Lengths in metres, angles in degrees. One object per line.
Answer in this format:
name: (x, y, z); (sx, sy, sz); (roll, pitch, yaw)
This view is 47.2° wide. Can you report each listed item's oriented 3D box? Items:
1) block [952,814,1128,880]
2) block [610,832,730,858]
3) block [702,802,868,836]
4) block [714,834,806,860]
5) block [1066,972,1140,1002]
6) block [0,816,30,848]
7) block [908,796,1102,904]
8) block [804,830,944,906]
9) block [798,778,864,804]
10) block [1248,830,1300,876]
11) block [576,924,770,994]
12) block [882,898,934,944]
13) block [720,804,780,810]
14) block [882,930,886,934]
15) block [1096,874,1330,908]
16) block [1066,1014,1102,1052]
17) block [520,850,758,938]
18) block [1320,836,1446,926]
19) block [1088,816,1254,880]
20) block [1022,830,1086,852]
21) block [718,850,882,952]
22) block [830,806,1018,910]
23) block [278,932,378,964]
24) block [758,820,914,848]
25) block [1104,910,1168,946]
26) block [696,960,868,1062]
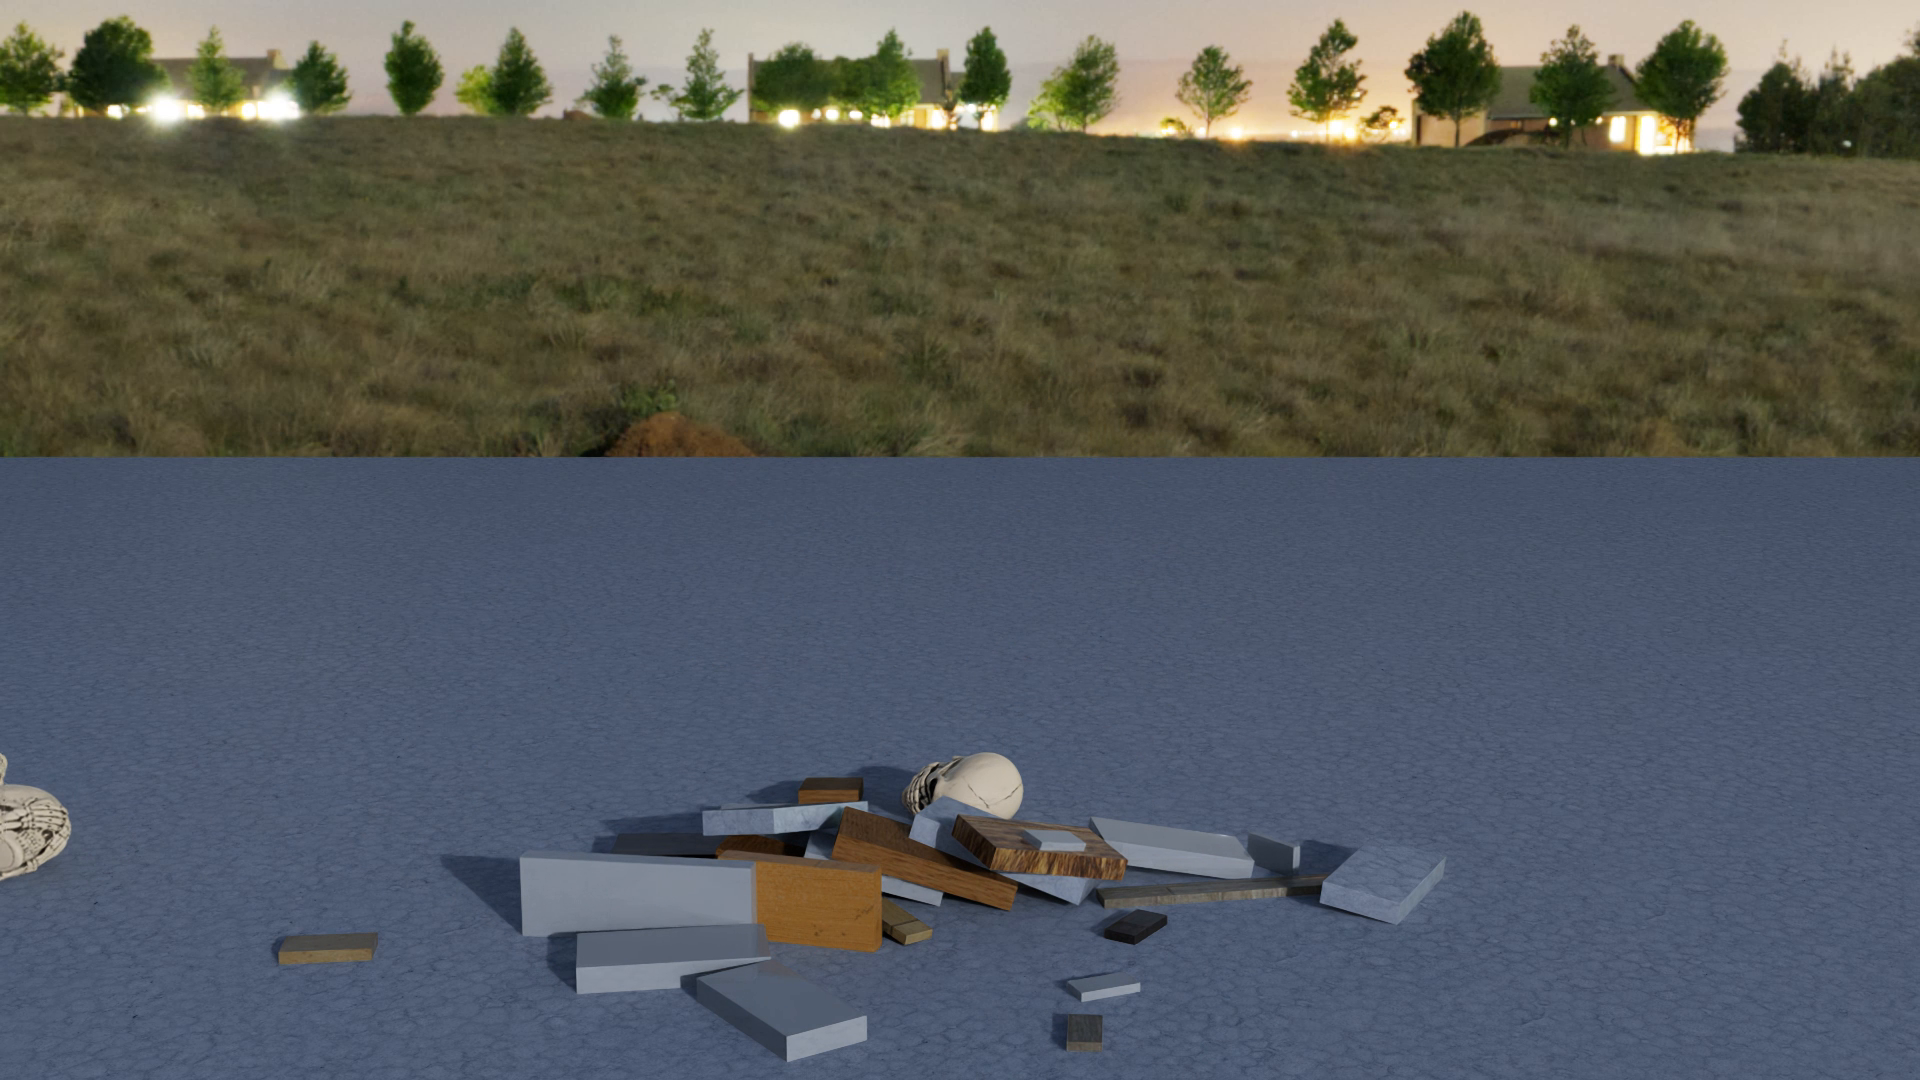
block: (0.131, 0.505, 3.607); (0.263, 0.037, 0.131); (10, 12, -32)
block: (-0.482, 0.544, 3.824); (0.236, 0.033, 0.118); (0, 11, -2)
block: (-0.292, 0.471, 3.726); (0.143, 0.041, 0.286); (-6, -6, 29)
block: (-0.282, 0.545, 3.673); (0.236, 0.033, 0.118); (14, 10, 7)
block: (0.212, 0.660, 3.252); (0.097, 0.014, 0.049); (-5, 11, -23)
block: (-1.801, 0.523, 3.947); (0.219, 0.031, 0.109); (2, 11, 10)
block: (0.082, 0.517, 3.685); (0.305, 0.043, 0.153); (20, 11, 15)
block: (-0.142, 0.545, 3.661); (0.236, 0.033, 0.118); (15, 10, -1)
block: (-0.240, 0.471, 4.113); (0.109, 0.031, 0.219); (0, 0, 0)
block: (0.539, 0.541, 3.785); (0.015, 0.054, 0.109); (-8, 13, -37)
block: (-0.434, 0.632, 3.329); (0.286, 0.041, 0.143); (-2, 11, -9)
block: (-0.103, 0.603, 3.482); (0.057, 0.016, 0.114); (-5, 22, -44)
block: (-0.329, 0.512, 4.005); (0.219, 0.031, 0.109); (0, 11, -1)
block: (-0.166, 0.609, 3.520); (0.114, 0.016, 0.057); (5, 12, 26)
block: (0.432, 0.584, 3.660); (0.409, 0.015, 0.054); (-2, 11, -11)
block: (0.175, 0.691, 3.085); (0.049, 0.014, 0.097); (1, 11, 4)
block: (-0.505, 0.564, 3.456); (0.371, 0.130, 0.037); (2, 11, 8)
block: (0.707, 0.565, 3.661); (0.131, 0.037, 0.263); (13, 15, 26)
block: (0.359, 0.529, 3.768); (0.263, 0.037, 0.131); (9, 9, -9)
block: (0.153, 0.489, 3.580); (0.097, 0.014, 0.049); (8, 14, -40)
block: (-0.251, 0.565, 3.446); (0.259, 0.130, 0.037); (3, 11, 17)
block: (-0.056, 0.527, 3.653); (0.305, 0.043, 0.153); (17, 10, -2)
block: (-0.975, 0.631, 3.397); (0.138, 0.020, 0.069); (-1, 11, -7)
block: (-0.211, 0.536, 3.840); (0.305, 0.043, 0.153); (0, 11, -2)
block: (0.280, 0.615, 3.494); (0.054, 0.015, 0.109); (7, 12, 32)
block: (-0.257, 0.669, 3.142); (0.130, 0.037, 0.259); (-7, 13, -34)
